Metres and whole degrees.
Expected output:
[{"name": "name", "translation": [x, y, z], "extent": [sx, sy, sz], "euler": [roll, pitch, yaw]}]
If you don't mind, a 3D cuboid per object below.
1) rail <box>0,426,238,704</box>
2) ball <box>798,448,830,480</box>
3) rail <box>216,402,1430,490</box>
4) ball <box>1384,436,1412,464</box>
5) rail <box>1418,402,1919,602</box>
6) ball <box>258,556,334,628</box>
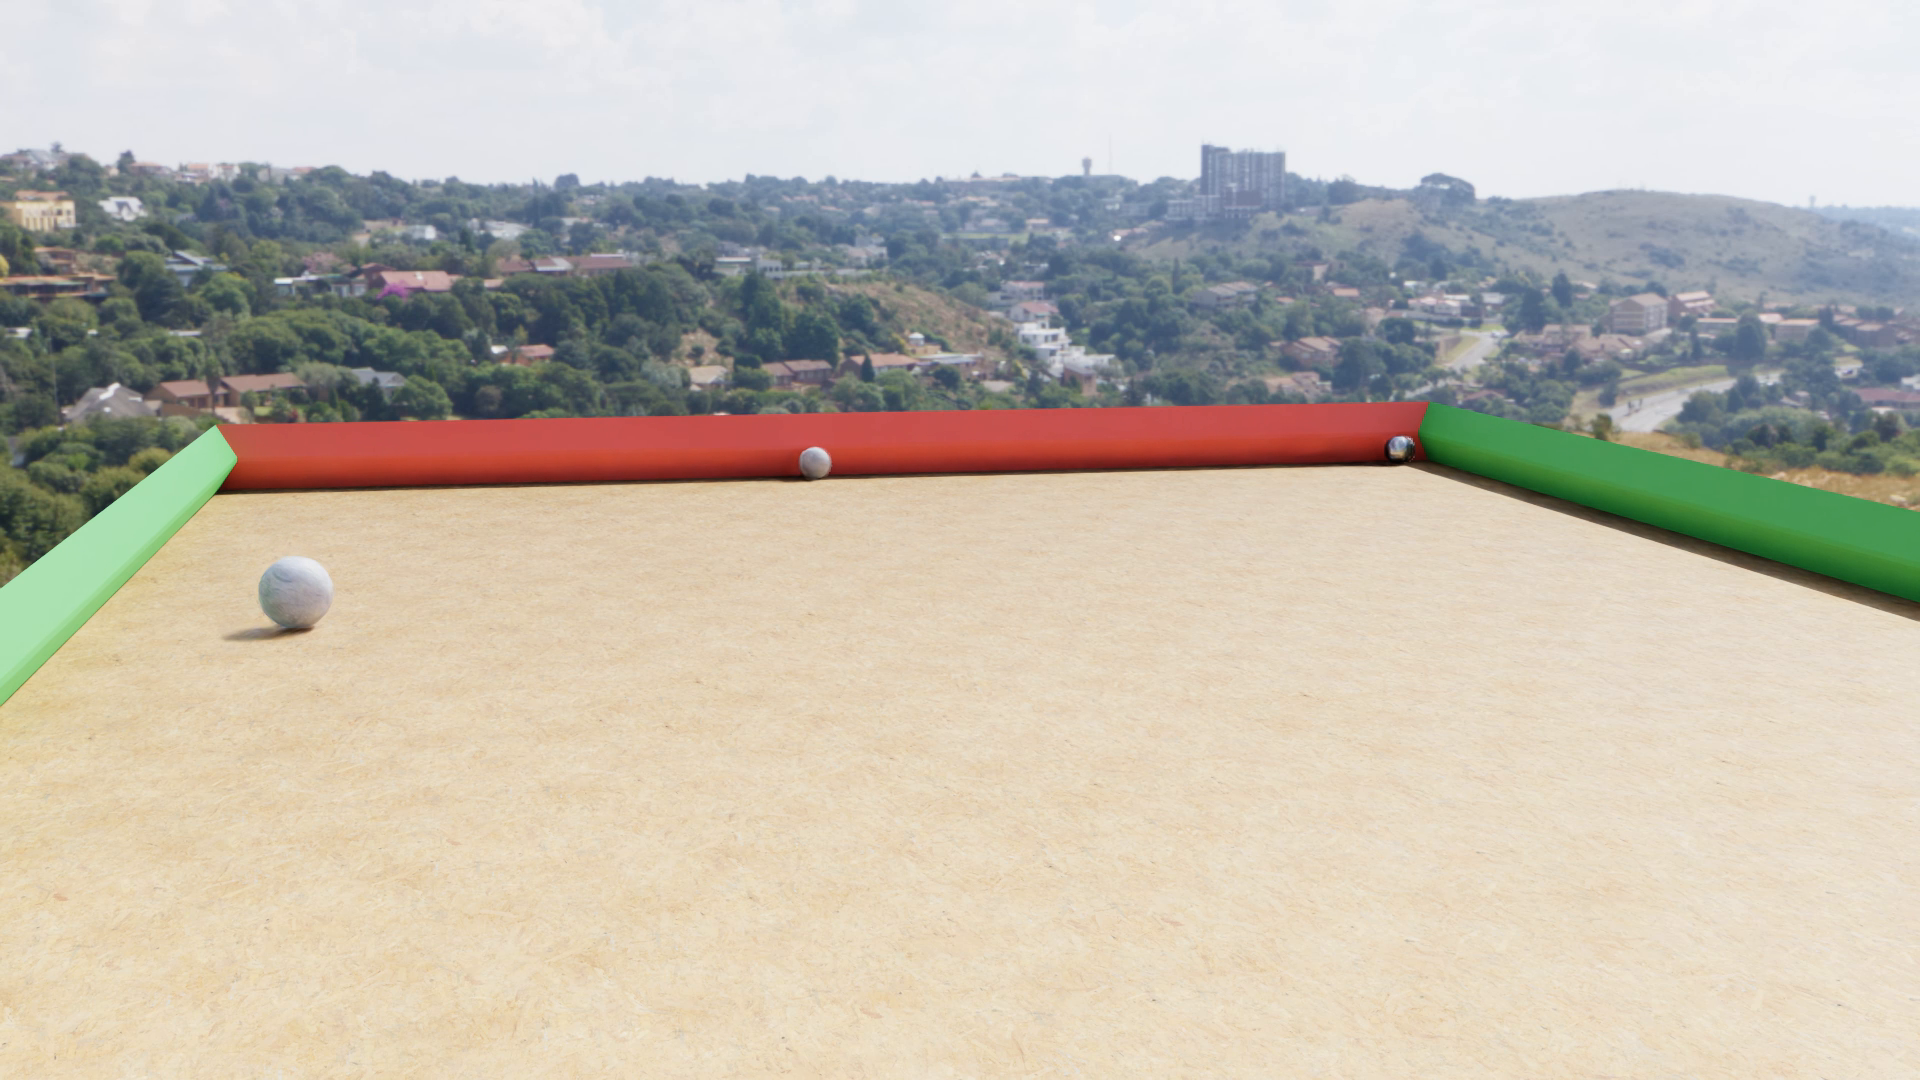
[{"name": "rail", "translation": [-1.012, 0.176, 2.188], "extent": [0.045, 0.127, 4.480], "euler": [-2, 9, -11]}, {"name": "ball", "translation": [-0.301, -0.158, 4.522], "extent": [0.066, 0.066, 0.066], "euler": [0, 9, 0]}, {"name": "rail", "translation": [-0.214, -0.199, 4.577], "extent": [2.558, 0.127, 0.045], "euler": [-2, 9, -11]}, {"name": "ball", "translation": [0.952, -0.195, 4.773], "extent": [0.062, 0.062, 0.062], "euler": [0, 9, 0]}, {"name": "rail", "translation": [1.450, 0.100, 2.673], "extent": [0.045, 0.127, 4.480], "euler": [-2, 9, -11]}, {"name": "ball", "translation": [-0.894, 0.070, 2.960], "extent": [0.098, 0.098, 0.098], "euler": [0, 9, 0]}]
